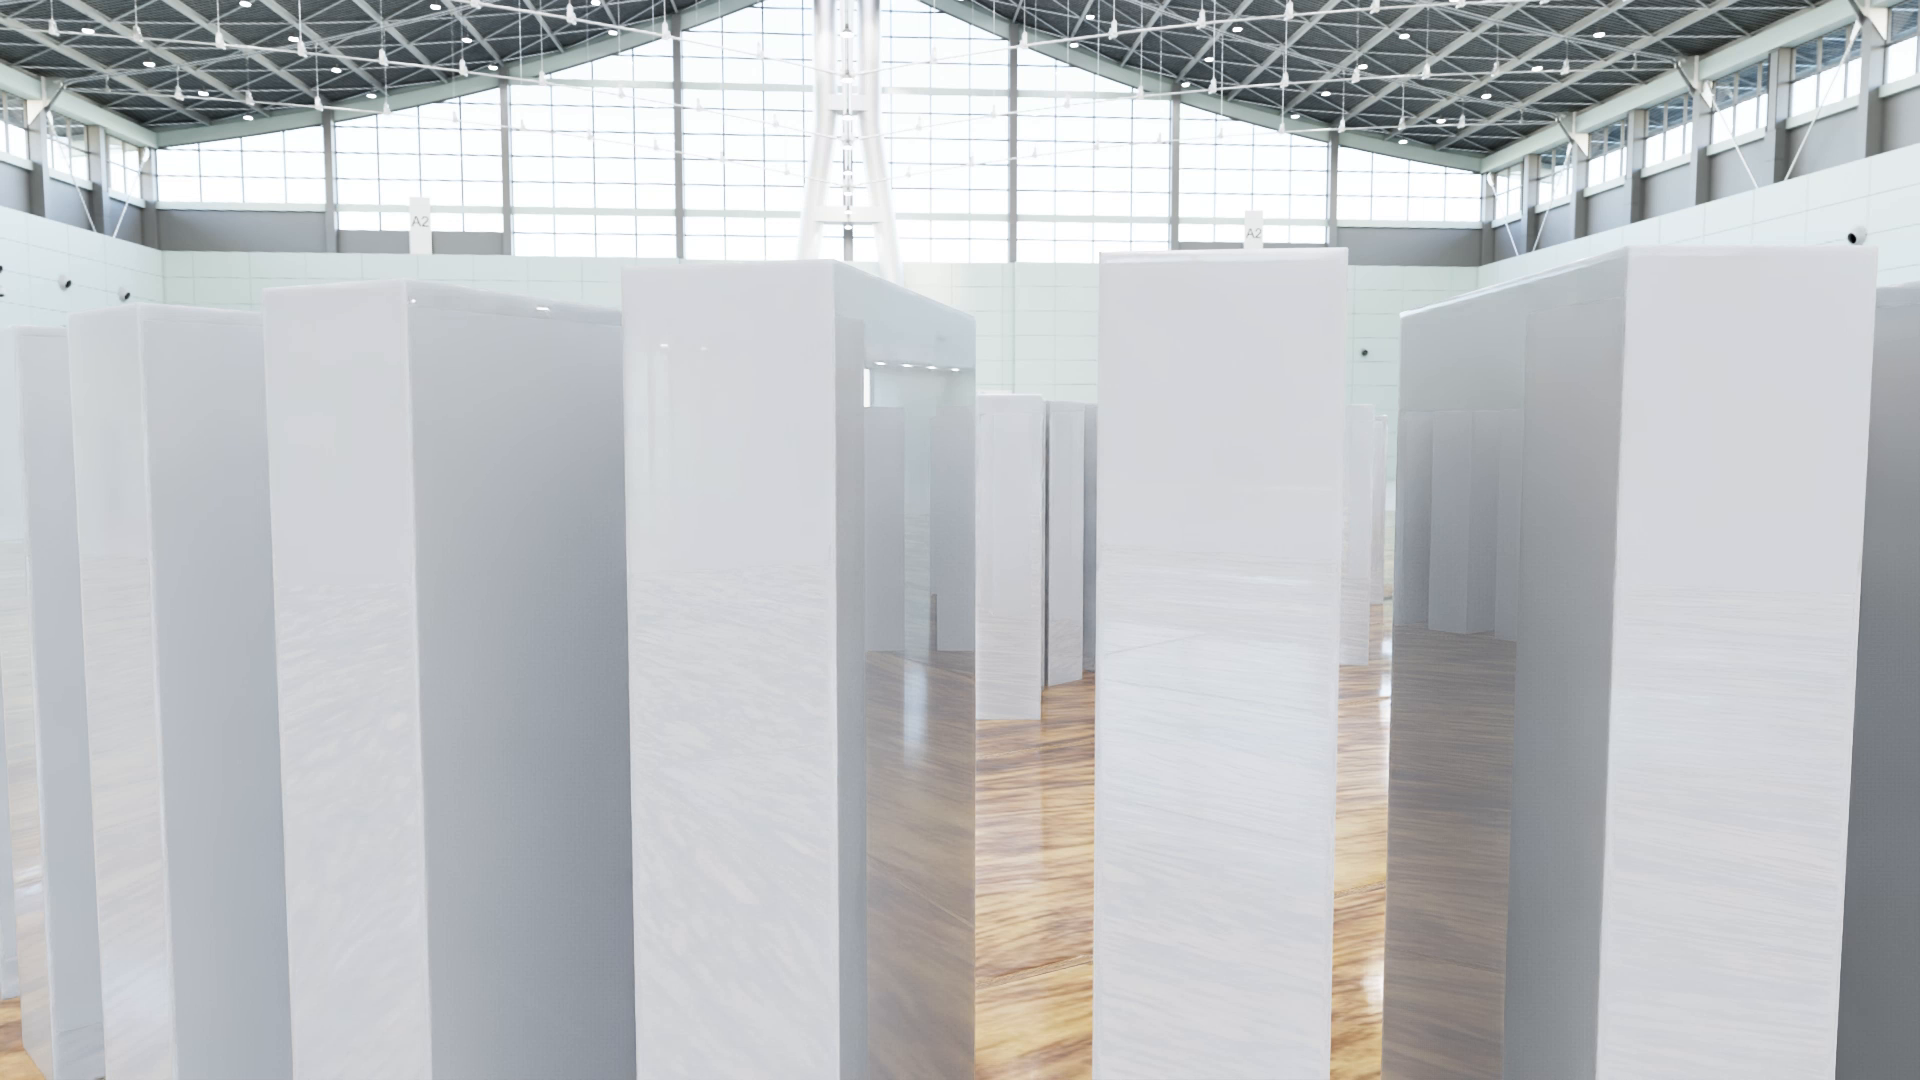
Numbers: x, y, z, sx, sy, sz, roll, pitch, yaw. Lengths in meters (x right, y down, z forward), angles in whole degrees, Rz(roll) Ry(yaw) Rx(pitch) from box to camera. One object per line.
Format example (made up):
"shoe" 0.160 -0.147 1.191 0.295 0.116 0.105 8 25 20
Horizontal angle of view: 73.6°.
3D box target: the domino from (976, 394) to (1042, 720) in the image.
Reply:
"domino" 0.000 0.002 0.201 0.025 0.050 0.010 0 4 0

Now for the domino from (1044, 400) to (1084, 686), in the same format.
"domino" 0.010 0.000 0.235 0.025 0.050 0.010 4 6 43

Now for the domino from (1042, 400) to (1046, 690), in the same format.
"domino" 0.001 0.001 0.219 0.025 0.050 0.009 1 4 12

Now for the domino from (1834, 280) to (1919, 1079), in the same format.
"domino" 0.049 0.013 0.064 0.010 0.050 0.025 0 4 -7

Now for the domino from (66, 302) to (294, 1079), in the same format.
"domino" -0.040 0.011 0.083 0.009 0.050 0.025 3 5 36

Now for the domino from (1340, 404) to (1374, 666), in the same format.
"domino" 0.077 -0.002 0.257 0.010 0.050 0.025 1 4 14

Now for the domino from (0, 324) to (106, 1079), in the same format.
"domino" -0.054 0.010 0.095 0.009 0.050 0.025 4 6 43

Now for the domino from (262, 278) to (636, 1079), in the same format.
"domino" -0.024 0.012 0.073 0.009 0.050 0.025 2 5 25

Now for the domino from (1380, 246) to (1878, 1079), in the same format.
"domino" 0.030 0.013 0.063 0.010 0.050 0.025 0 4 0

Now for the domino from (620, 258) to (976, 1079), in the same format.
"domino" -0.007 0.013 0.067 0.009 0.050 0.025 1 4 14

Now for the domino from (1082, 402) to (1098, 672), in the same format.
"domino" 0.024 -0.001 0.247 0.010 0.050 0.025 -3 5 -34

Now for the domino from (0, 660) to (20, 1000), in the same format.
"domino" -0.067 0.009 0.108 0.025 0.050 0.010 -4 6 -40

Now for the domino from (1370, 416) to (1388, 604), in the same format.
"domino" 0.112 -0.009 0.352 0.009 0.050 0.025 1 5 19

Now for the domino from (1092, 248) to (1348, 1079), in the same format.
"domino" 0.012 0.013 0.064 0.010 0.050 0.025 0 4 6
